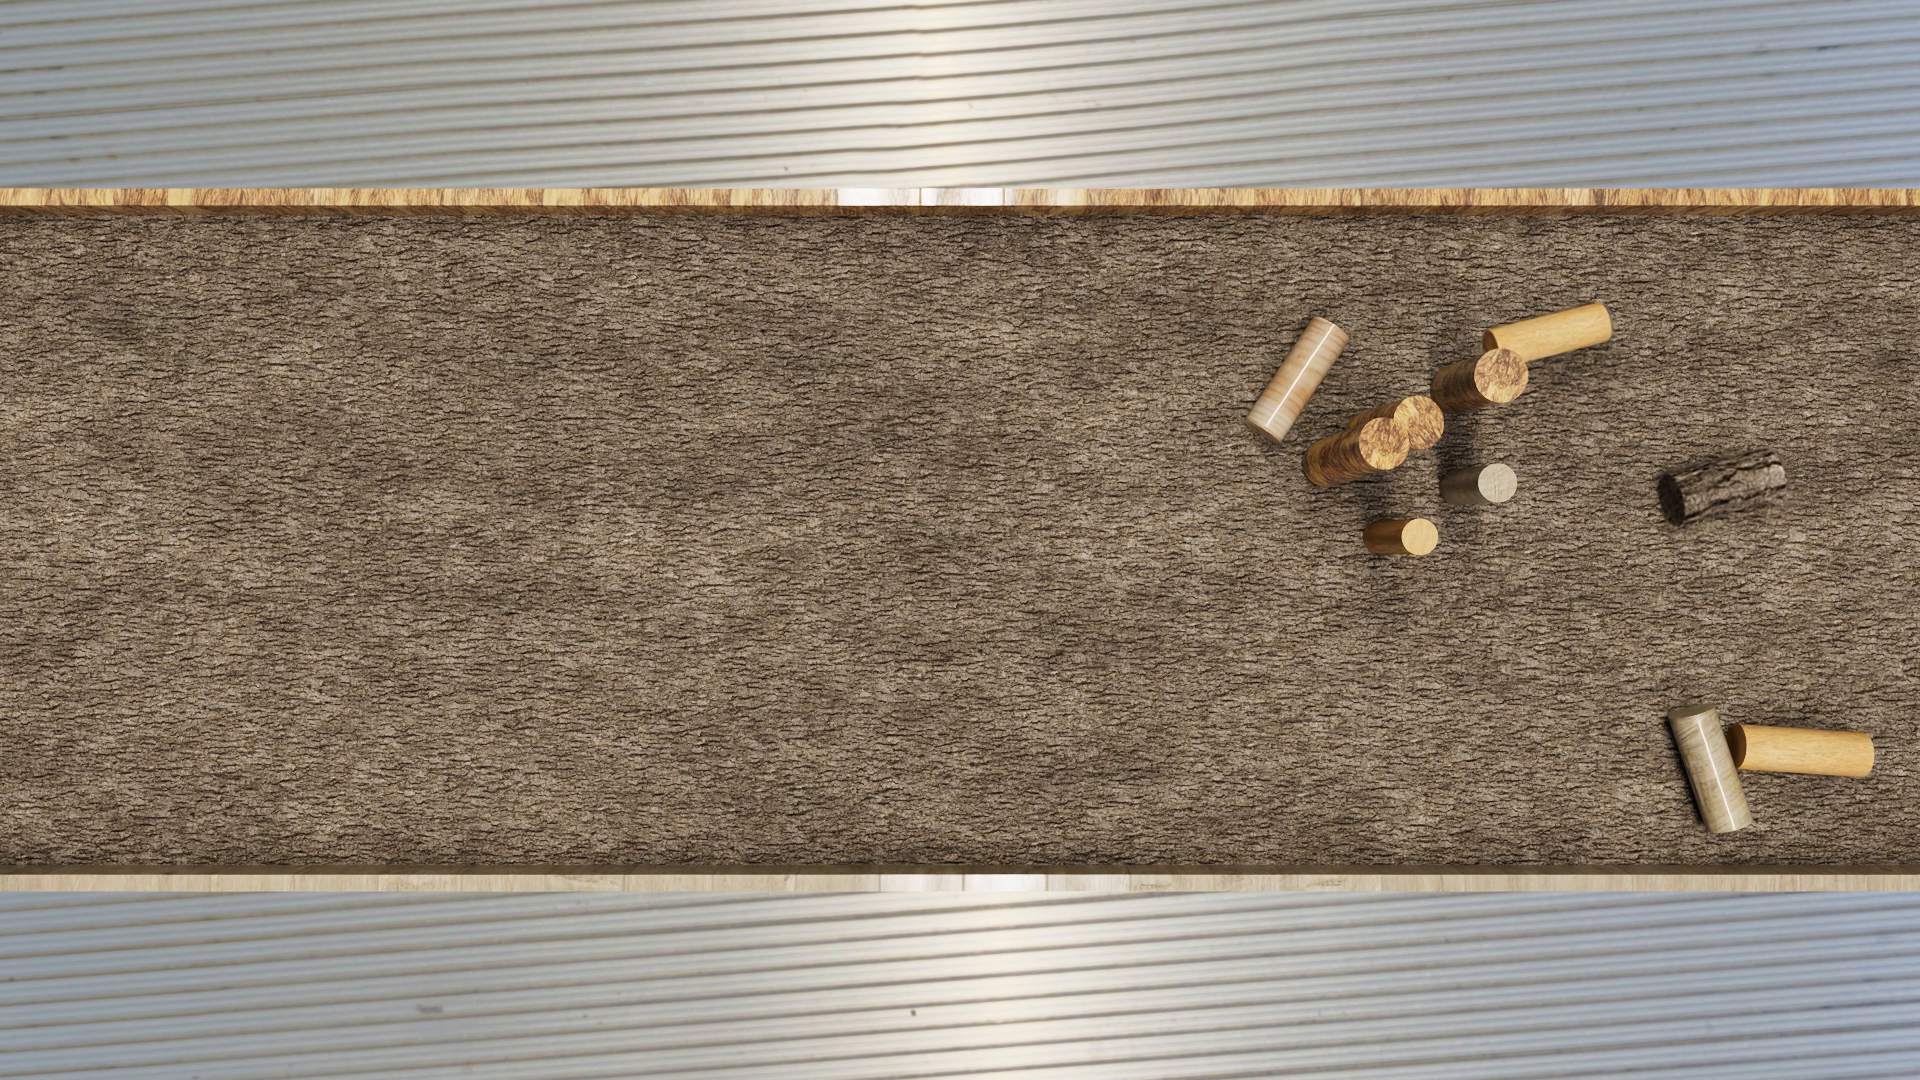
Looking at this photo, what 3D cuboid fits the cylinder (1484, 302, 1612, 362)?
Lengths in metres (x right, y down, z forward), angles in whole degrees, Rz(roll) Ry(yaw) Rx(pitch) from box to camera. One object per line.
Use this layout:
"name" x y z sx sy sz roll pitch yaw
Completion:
"cylinder" 1.785 -0.620 5.014 0.344 0.123 0.123 -14 90 0

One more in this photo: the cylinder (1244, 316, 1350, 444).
"cylinder" 1.023 -0.485 5.011 0.130 0.130 0.378 34 90 0

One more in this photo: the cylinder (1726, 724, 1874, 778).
"cylinder" 2.547 0.639 5.008 0.383 0.137 0.137 4 90 0

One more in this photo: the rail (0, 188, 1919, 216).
"rail" -2.247 -1.025 5.002 12.000 0.150 0.050 0 90 0

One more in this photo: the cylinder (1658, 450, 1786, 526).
"cylinder" 2.306 -0.159 4.996 0.311 0.162 0.162 -14 90 0

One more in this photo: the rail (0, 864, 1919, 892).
"rail" -2.247 1.025 5.001 12.000 0.150 0.050 0 90 0

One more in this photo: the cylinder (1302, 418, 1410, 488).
"cylinder" 1.156 -0.252 4.843 0.148 0.448 0.148 1 85 -8

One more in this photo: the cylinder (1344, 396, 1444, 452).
"cylinder" 1.281 -0.326 4.887 0.154 0.357 0.154 1 87 -9

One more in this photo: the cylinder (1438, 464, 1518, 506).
"cylinder" 1.530 -0.162 4.884 0.111 0.384 0.111 0 90 0

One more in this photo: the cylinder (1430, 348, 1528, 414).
"cylinder" 1.522 -0.462 4.856 0.153 0.440 0.153 0 90 0

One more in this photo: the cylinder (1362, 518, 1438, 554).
"cylinder" 1.290 -0.009 4.851 0.102 0.450 0.102 0 90 0

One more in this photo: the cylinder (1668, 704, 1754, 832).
"cylinder" 2.279 0.692 5.008 0.137 0.137 0.364 -19 90 0
